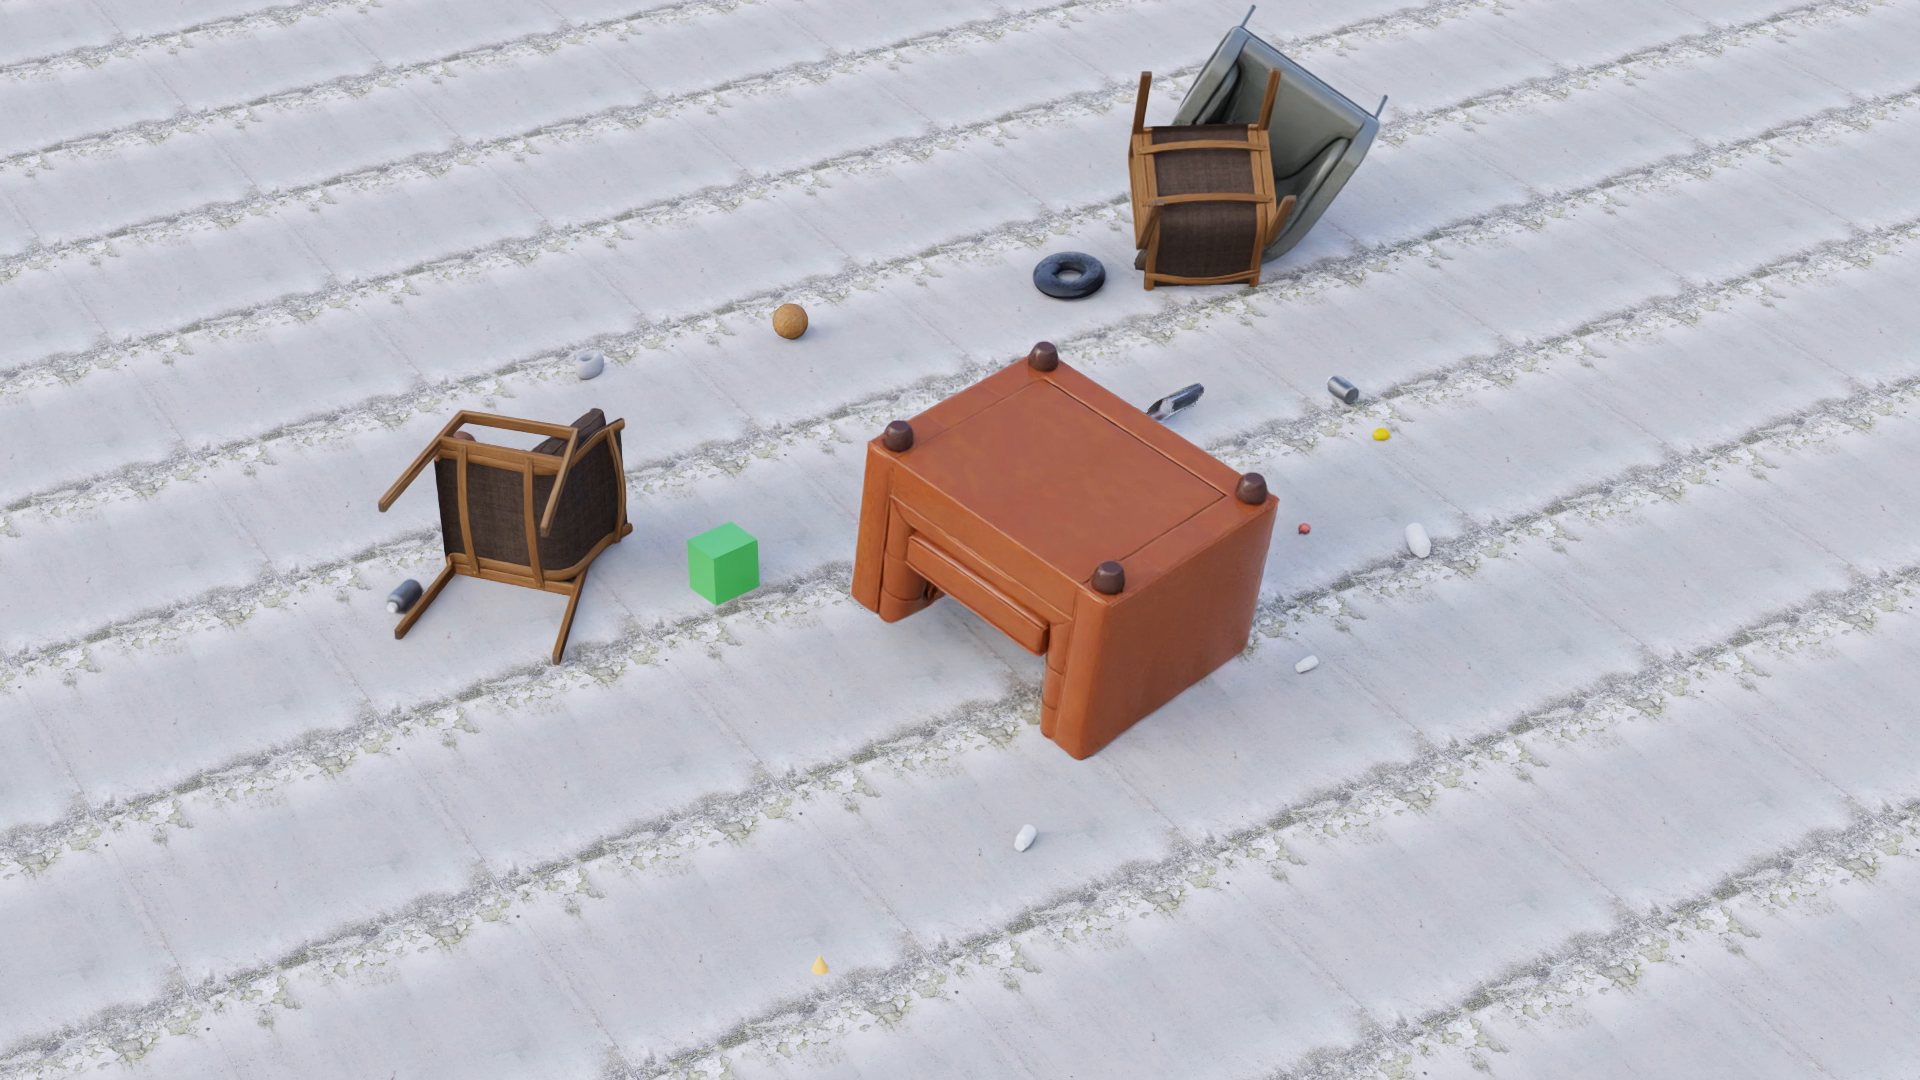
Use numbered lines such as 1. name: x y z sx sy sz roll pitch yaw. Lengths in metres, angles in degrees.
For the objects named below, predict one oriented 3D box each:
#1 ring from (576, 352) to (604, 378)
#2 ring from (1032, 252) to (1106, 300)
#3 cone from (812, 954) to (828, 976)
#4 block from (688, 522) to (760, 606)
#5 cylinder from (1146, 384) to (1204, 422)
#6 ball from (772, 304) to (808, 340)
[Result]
1. ring: -1.511 -0.713 11.957 0.094 0.078 0.150 16 35 27
2. ring: 0.470 -1.139 12.614 0.314 0.066 0.389 4 34 7
3. cone: -0.427 1.285 8.938 0.051 0.062 0.057 -11 35 -17
4. block: -0.858 0.085 10.629 0.197 0.204 0.160 -25 41 -33
5. cylinder: 0.854 -0.545 11.637 0.176 0.192 0.072 -27 85 -34
6. ball: -0.705 -0.909 12.188 0.150 0.150 0.150 0 33 0
